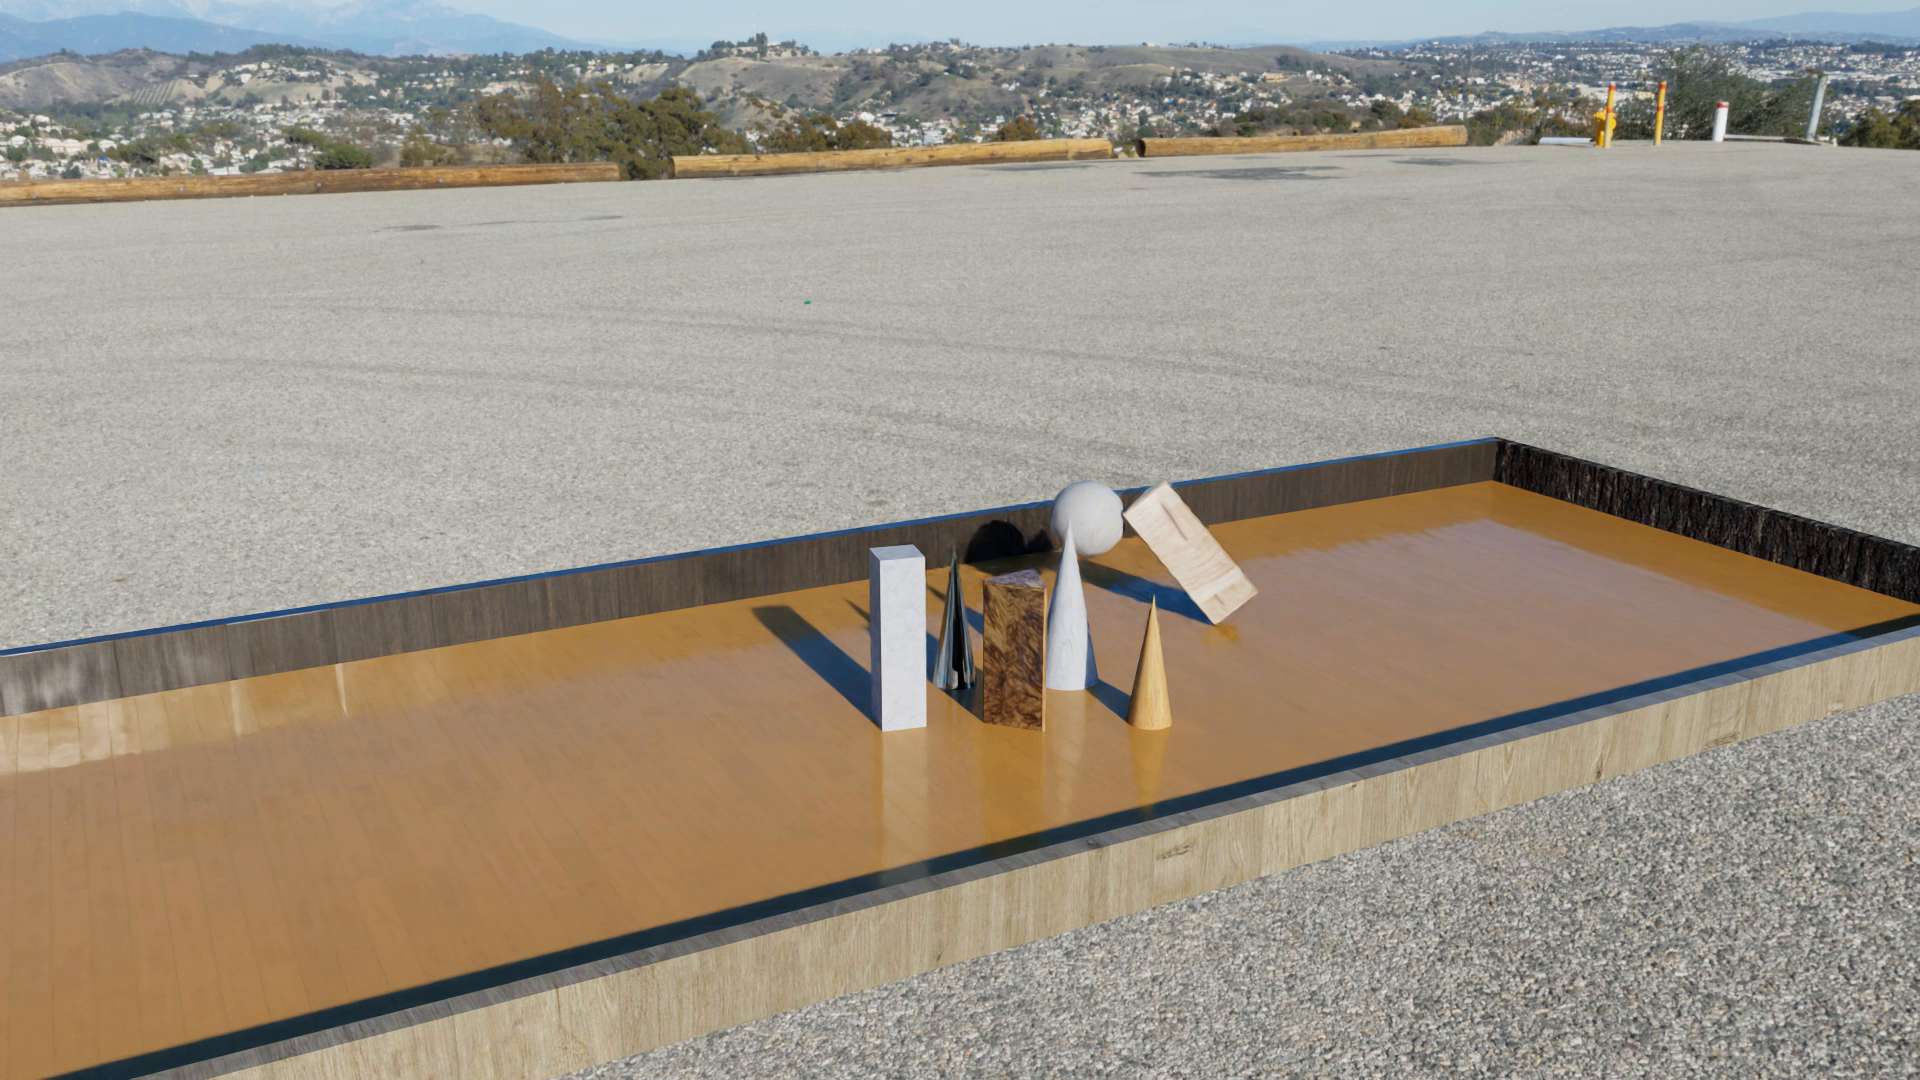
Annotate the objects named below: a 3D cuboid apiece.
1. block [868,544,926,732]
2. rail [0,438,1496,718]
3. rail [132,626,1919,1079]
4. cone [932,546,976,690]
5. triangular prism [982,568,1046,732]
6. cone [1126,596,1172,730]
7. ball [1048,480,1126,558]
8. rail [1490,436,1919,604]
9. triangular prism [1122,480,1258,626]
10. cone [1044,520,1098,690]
[{"bbox_3d":[-0.145,0.228,3.842,0.106,0.415,0.106,-5,17,-16],"label":"block"},{"bbox_3d":[-3.305,0.497,3.399,12.000,0.150,0.050,-9,18,-27],"label":"rail"},{"bbox_3d":[-2.336,1.006,1.665,12.000,0.150,0.050,-9,18,-27],"label":"rail"},{"bbox_3d":[-0.013,0.183,4.092,0.113,0.361,0.113,0,16,0],"label":"cone"},{"bbox_3d":[0.149,0.252,3.875,0.152,0.350,0.131,6,18,21],"label":"triangular prism"},{"bbox_3d":[0.448,0.275,3.857,0.111,0.317,0.111,0,16,0],"label":"cone"},{"bbox_3d":[0.354,-0.058,4.594,0.215,0.215,0.215,0,16,0],"label":"ball"},{"bbox_3d":[2.466,-0.048,5.253,0.050,0.150,2.100,-9,18,-27],"label":"rail"},{"bbox_3d":[0.640,0.025,4.584,0.153,0.399,0.132,-39,2,14],"label":"triangular prism"},{"bbox_3d":[0.269,0.146,4.105,0.161,0.425,0.161,0,16,0],"label":"cone"}]
